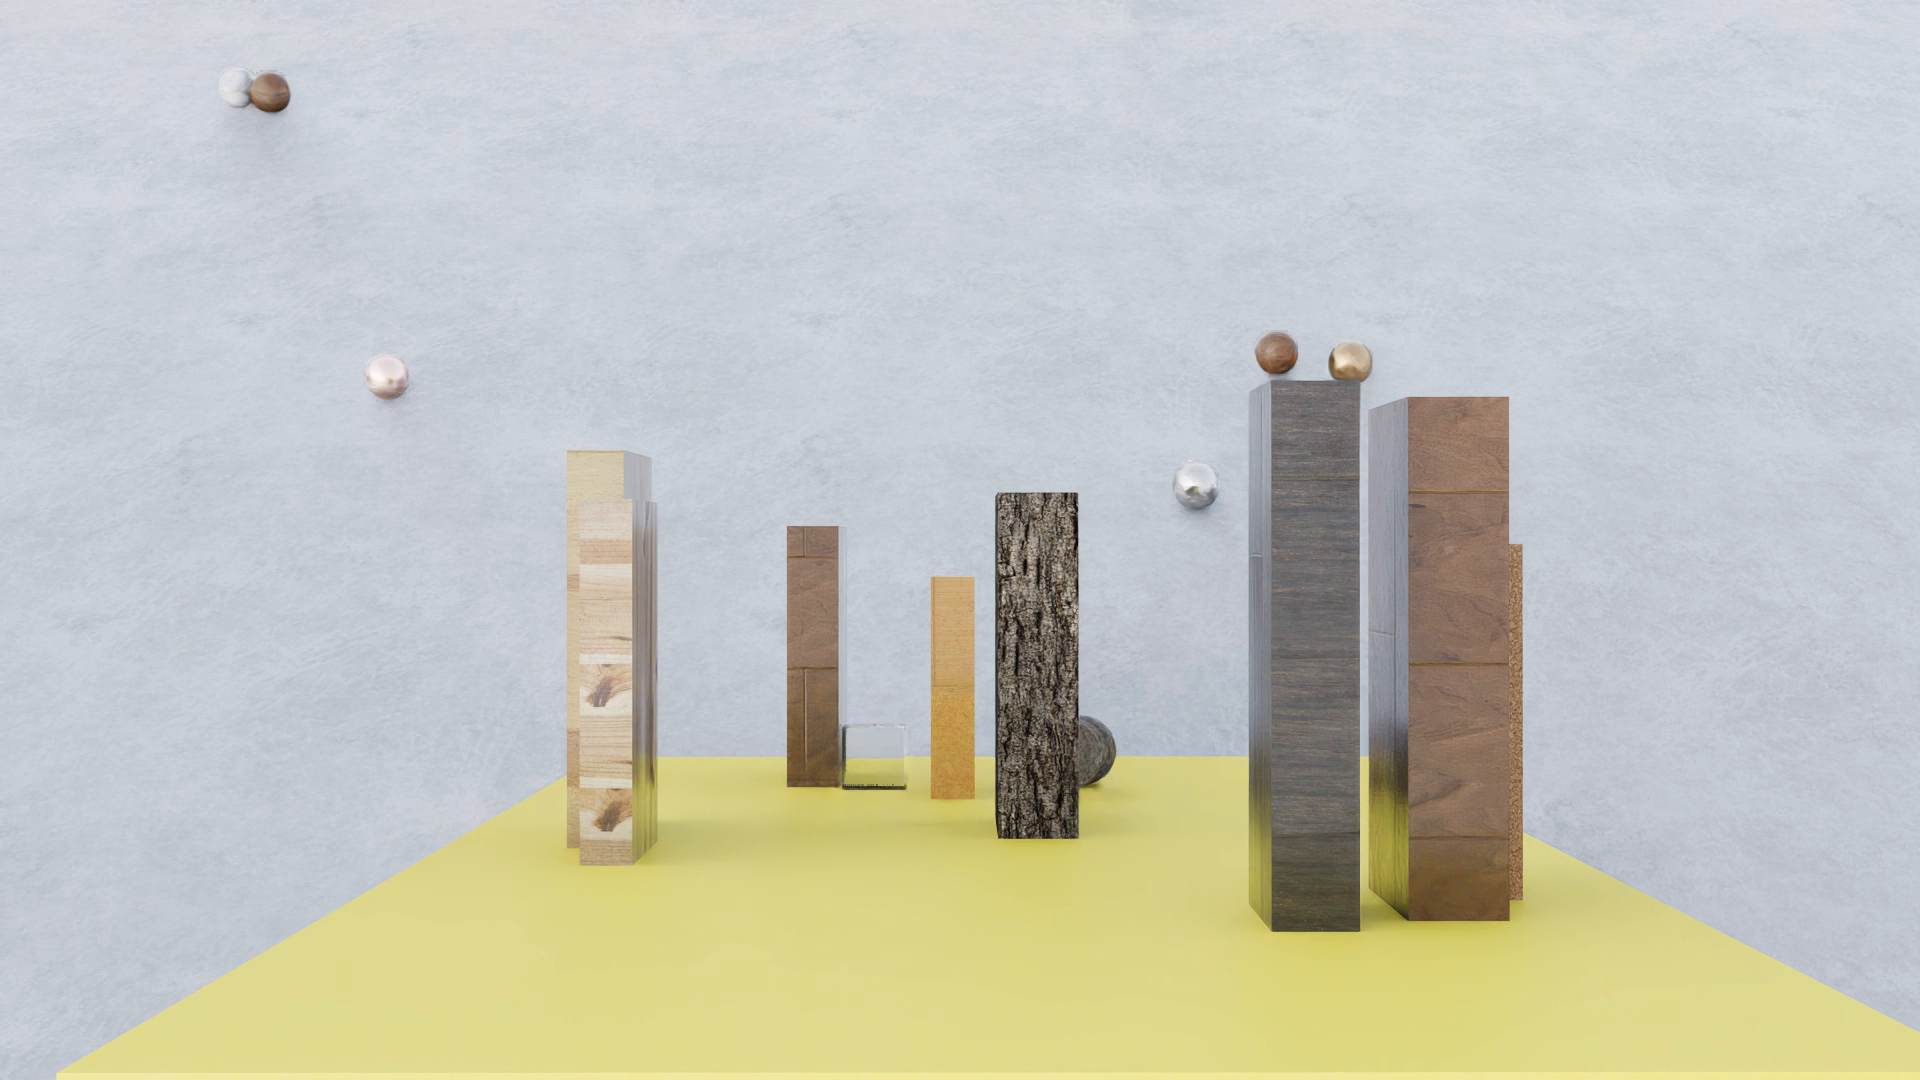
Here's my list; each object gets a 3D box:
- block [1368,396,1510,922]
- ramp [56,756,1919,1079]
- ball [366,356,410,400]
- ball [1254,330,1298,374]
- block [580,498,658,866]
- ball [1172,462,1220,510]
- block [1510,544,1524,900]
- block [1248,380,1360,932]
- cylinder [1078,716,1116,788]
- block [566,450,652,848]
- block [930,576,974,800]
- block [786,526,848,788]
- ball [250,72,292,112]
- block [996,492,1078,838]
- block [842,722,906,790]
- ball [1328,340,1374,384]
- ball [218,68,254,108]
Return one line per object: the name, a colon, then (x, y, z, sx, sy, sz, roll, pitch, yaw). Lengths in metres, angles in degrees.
block: (0.721, 0.172, 3.925, 0.146, 0.759, 0.364, 0, 0, 0)
ramp: (0.068, 0.604, 4.667, 2.000, 0.100, 4.000, 0, 0, 0)
ball: (-1.895, -0.538, 8.567, 0.144, 0.144, 0.144, 0, 30, 0)
ball: (1.068, -0.630, 8.721, 0.147, 0.147, 0.147, 0, 30, 0)
block: (-0.602, 0.242, 4.583, 0.089, 0.623, 0.372, 0, 0, 0)
ball: (0.725, -0.167, 7.933, 0.145, 0.145, 0.145, 0, 30, 0)
block: (0.811, 0.279, 4.115, 0.100, 0.545, 0.306, 0, 0, 0)
block: (0.500, 0.163, 3.782, 0.125, 0.775, 0.285, 0, 0, 0)
cylinder: (0.258, 0.478, 5.817, 0.156, 0.156, 0.156, 10, 3, 16)
block: (-0.656, 0.196, 4.866, 0.102, 0.716, 0.429, 0, 0, 0)
block: (-0.016, 0.318, 5.708, 0.094, 0.476, 0.323, 0, 0, 0)
block: (-0.332, 0.263, 6.048, 0.117, 0.588, 0.443, 0, 0, 0)
ball: (-2.879, -1.870, 10.809, 0.169, 0.169, 0.169, 0, 30, 0)
block: (0.145, 0.233, 4.989, 0.150, 0.642, 0.384, 0, 0, 0)
block: (-0.192, 0.486, 5.819, 0.140, 0.140, 0.140, 0, 0, 0)
ball: (1.305, -0.591, 8.651, 0.150, 0.150, 0.150, 0, 30, 0)
ball: (-3.033, -1.898, 10.868, 0.164, 0.164, 0.164, 0, 30, 0)
